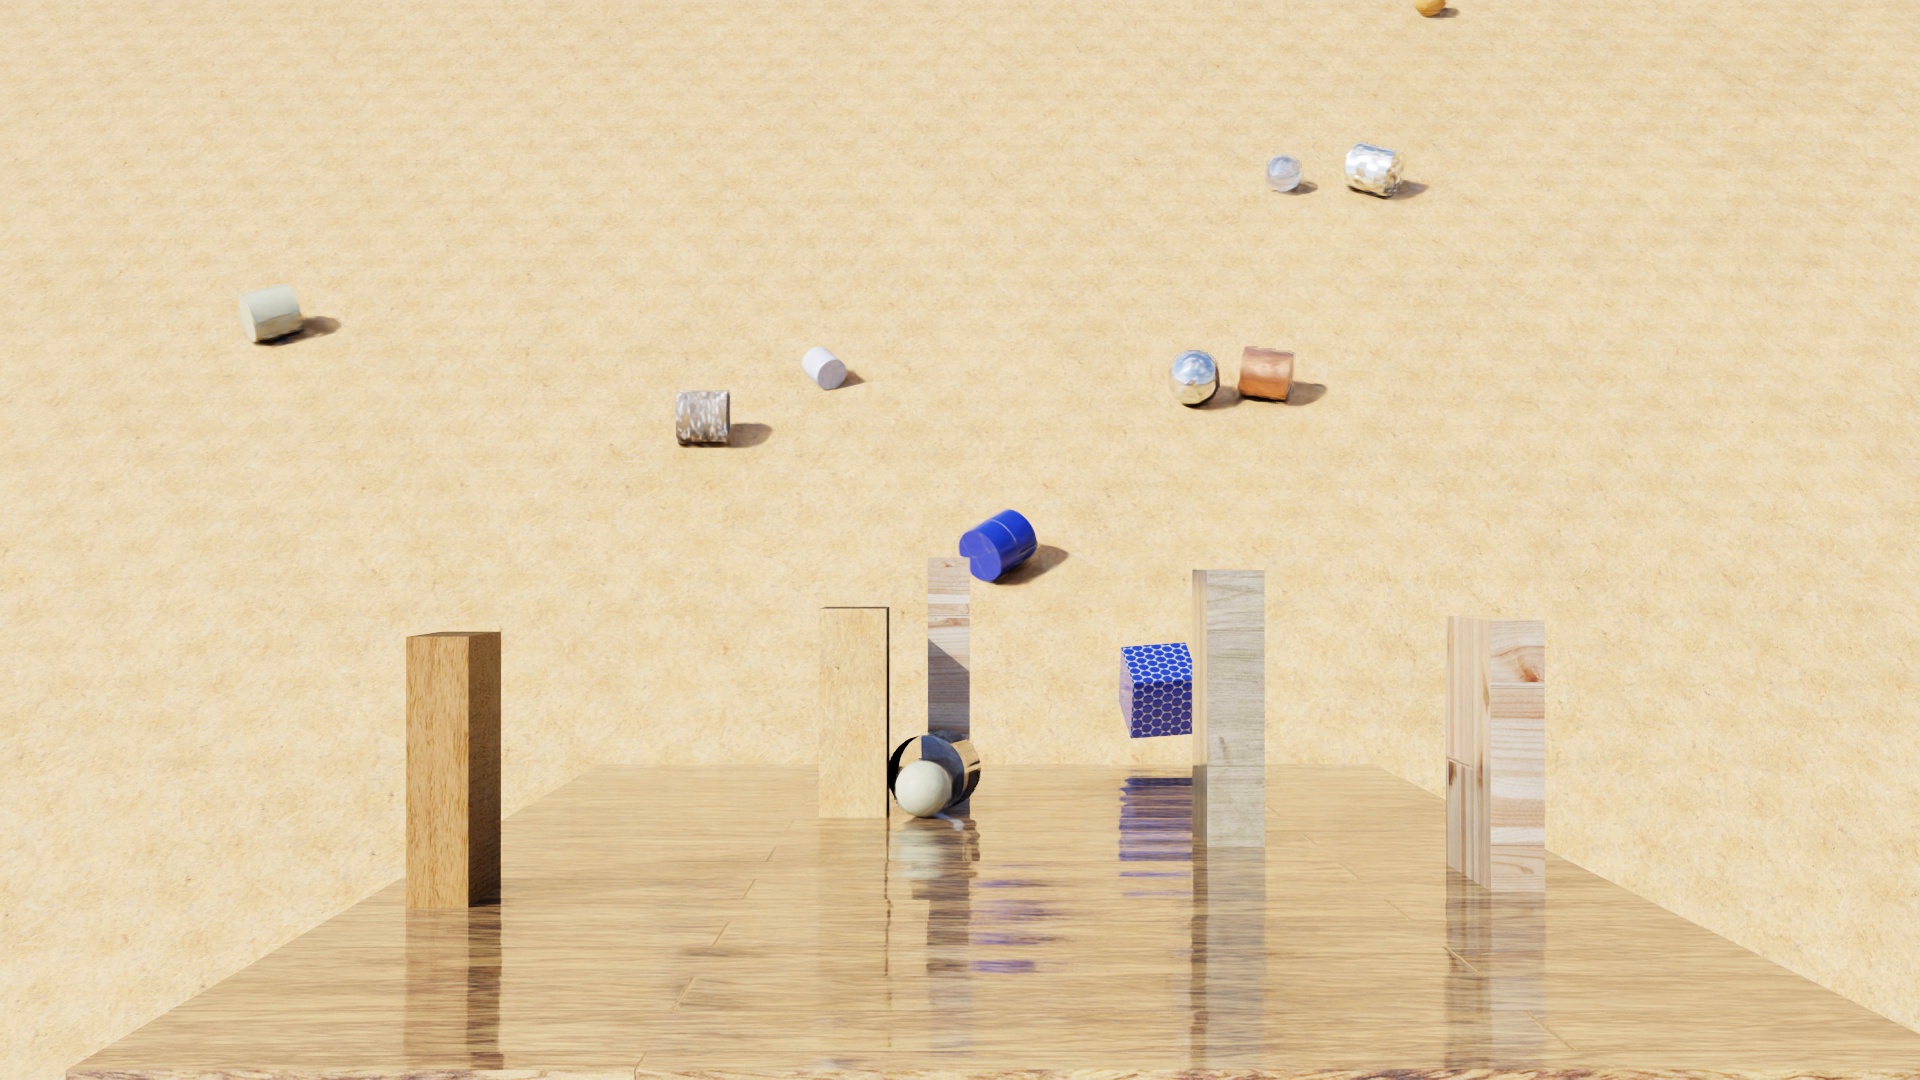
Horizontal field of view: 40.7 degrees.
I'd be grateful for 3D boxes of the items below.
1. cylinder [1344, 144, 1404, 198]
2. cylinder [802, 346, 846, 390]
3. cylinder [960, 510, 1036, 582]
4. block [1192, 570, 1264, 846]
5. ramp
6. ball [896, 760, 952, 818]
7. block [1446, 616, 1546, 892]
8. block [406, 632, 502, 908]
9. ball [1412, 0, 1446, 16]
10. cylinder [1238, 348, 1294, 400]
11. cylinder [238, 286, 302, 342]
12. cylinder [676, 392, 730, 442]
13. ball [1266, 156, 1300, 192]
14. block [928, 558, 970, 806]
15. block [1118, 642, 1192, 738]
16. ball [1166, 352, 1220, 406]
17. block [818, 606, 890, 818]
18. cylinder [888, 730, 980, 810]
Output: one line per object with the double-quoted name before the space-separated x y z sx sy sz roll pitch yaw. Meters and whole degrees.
"cylinder" 1.600 -1.429 10.010 0.174 0.174 0.174 20 36 29
"cylinder" -0.454 -0.575 8.659 0.111 0.111 0.111 -17 35 -25
"cylinder" 0.112 0.016 7.630 0.163 0.163 0.163 25 39 35
"block" 0.508 0.312 4.923 0.107 0.510 0.299 0 0 0
"ramp" 0.069 0.615 4.691 2.000 0.100 4.000 0 0 0
"ball" -0.075 0.511 5.316 0.117 0.117 0.117 0 31 0
"block" 0.890 0.346 4.321 0.087 0.432 0.380 0 0 0
"block" -0.797 0.355 4.087 0.095 0.412 0.283 0 0 0
"ball" 2.123 -2.448 11.721 0.151 0.151 0.151 0 31 0
"cylinder" 1.014 -0.548 8.568 0.159 0.159 0.159 8 32 13
"cylinder" -2.382 -0.782 8.948 0.166 0.166 0.166 -17 35 -26
"cylinder" -0.824 -0.393 8.309 0.162 0.162 0.162 0 31 0
"ball" 1.251 -1.418 10.028 0.137 0.137 0.137 0 31 0
"block" -0.024 0.305 5.682 0.090 0.534 0.274 0 0 0
"block" 0.534 0.405 6.973 0.178 0.178 0.178 -4 31 -6
"ball" 0.770 -0.532 8.525 0.176 0.176 0.176 0 31 0
"block" -0.221 0.356 5.447 0.138 0.428 0.257 0 0 0
"cylinder" -0.053 0.488 5.456 0.165 0.165 0.165 7 1 12
